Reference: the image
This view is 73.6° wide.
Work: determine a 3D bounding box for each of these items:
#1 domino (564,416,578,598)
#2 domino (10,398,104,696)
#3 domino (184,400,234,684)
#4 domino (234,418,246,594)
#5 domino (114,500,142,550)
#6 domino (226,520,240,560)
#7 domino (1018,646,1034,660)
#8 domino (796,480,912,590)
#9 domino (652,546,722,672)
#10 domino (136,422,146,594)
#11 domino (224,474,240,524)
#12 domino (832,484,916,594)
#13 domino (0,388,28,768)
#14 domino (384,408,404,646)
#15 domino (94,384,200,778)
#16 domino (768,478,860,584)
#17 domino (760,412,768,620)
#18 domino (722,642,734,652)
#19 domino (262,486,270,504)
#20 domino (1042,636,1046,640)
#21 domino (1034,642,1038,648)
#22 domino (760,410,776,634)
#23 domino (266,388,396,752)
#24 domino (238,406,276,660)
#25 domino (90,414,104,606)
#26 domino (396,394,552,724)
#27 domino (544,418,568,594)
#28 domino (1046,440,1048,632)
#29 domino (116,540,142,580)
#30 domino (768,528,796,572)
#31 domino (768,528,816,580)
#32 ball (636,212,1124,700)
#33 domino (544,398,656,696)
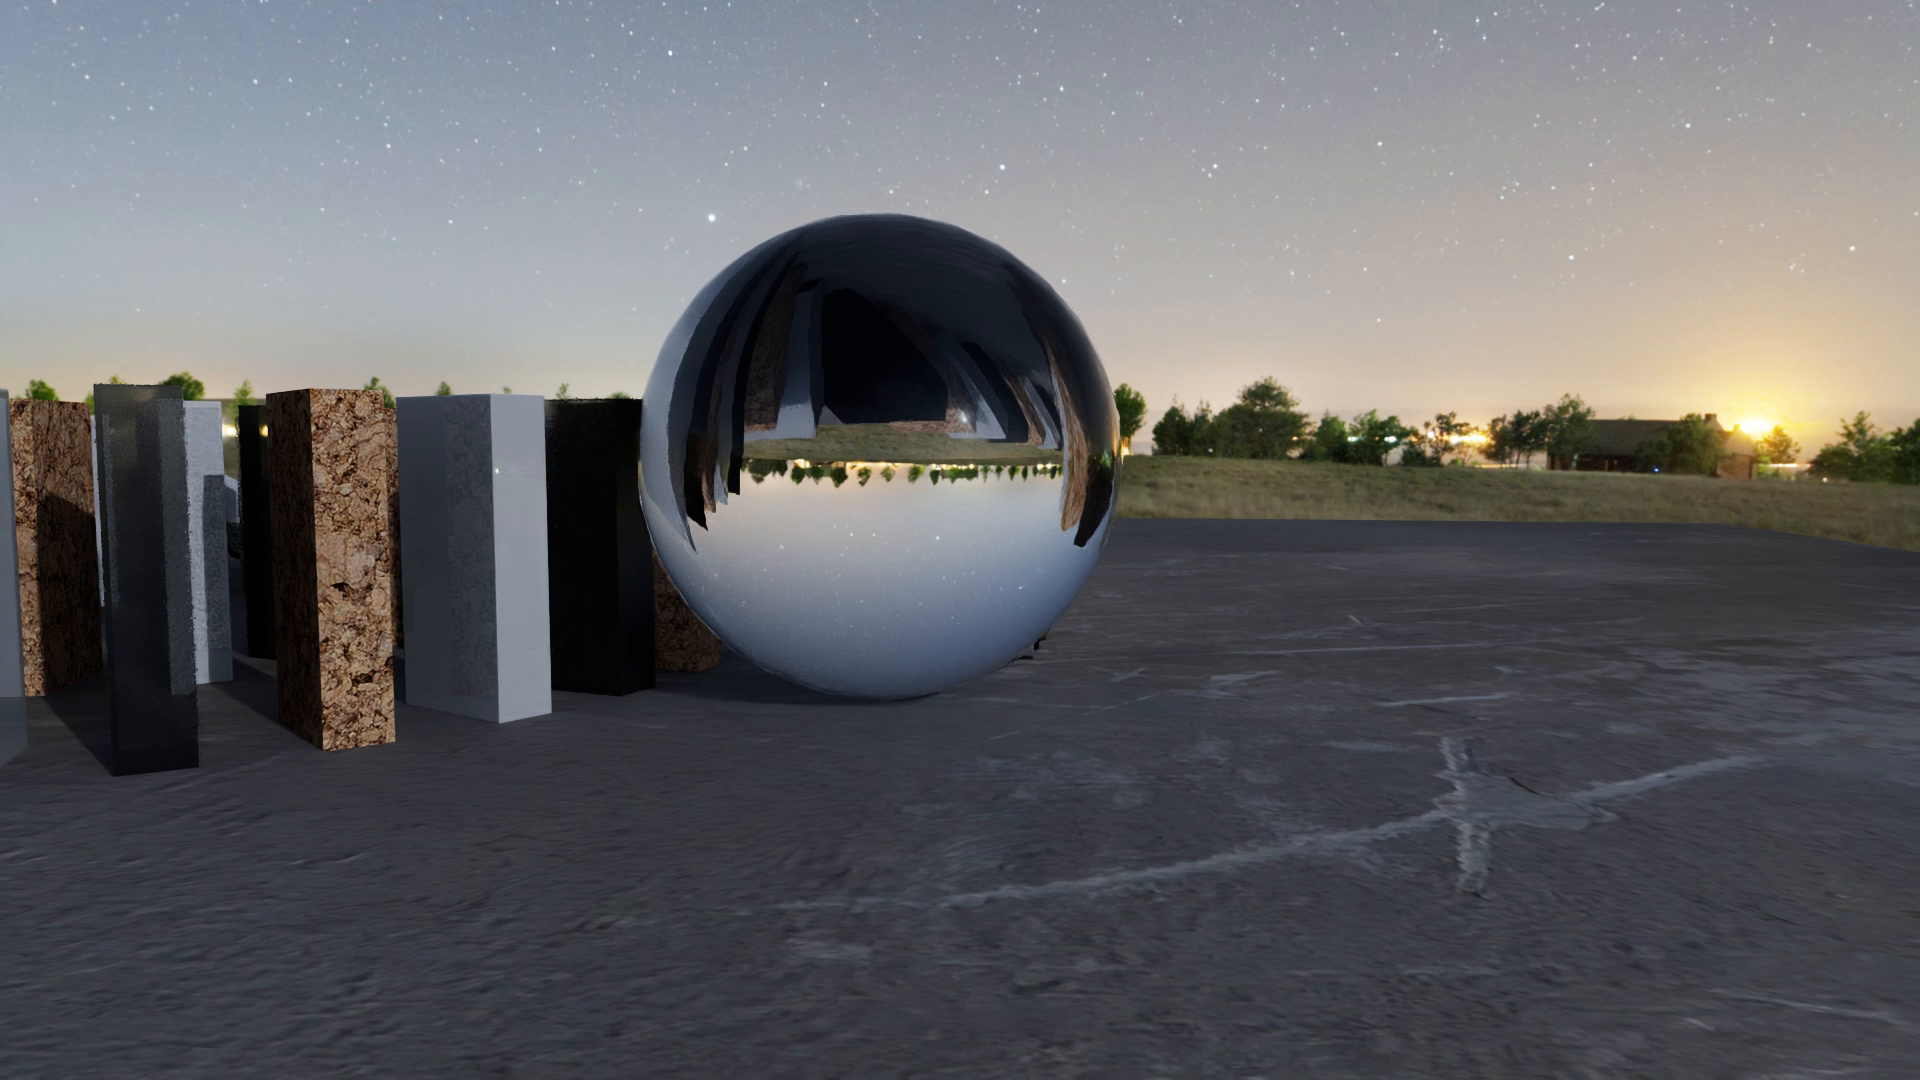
[{"bbox_3d":[-0.098,-0.010,0.364,0.009,0.050,0.025,3,5,38],"label":"domino"},{"bbox_3d":[-0.162,0.001,0.226,0.009,0.050,0.025,-1,4,-15],"label":"domino"},{"bbox_3d":[-0.143,0.000,0.236,0.009,0.050,0.025,-4,6,-40],"label":"domino"},{"bbox_3d":[-0.203,-0.010,0.372,0.009,0.050,0.025,-3,5,-31],"label":"domino"},{"bbox_3d":[-0.269,-0.006,0.413,0.050,0.009,0.025,35,-16,-30],"label":"domino"},{"bbox_3d":[-0.252,-0.006,0.428,0.050,0.009,0.025,31,-8,-21],"label":"domino"},{"bbox_3d":[0.003,0.001,0.266,0.025,0.050,0.010,0,-38,4],"label":"domino"},{"bbox_3d":[-0.028,-0.003,0.395,0.025,0.010,0.050,-2,32,-35],"label":"domino"},{"bbox_3d":[-0.059,-0.001,0.245,0.025,0.050,0.009,1,4,16],"label":"domino"},{"bbox_3d":[-0.221,-0.009,0.359,0.009,0.050,0.025,-4,6,-42],"label":"domino"},{"bbox_3d":[-0.233,-0.007,0.437,0.050,0.010,0.025,29,-4,-17],"label":"domino"},{"bbox_3d":[-0.015,-0.001,0.376,0.025,0.010,0.050,-3,31,-34],"label":"domino"},{"bbox_3d":[-0.130,0.005,0.165,0.009,0.050,0.025,-2,5,-23],"label":"domino"},{"bbox_3d":[-0.123,-0.003,0.274,0.025,0.050,0.009,0,4,0],"label":"domino"},{"bbox_3d":[-0.111,0.004,0.175,0.009,0.050,0.025,-3,5,-31],"label":"domino"},{"bbox_3d":[-0.044,-0.004,0.410,0.025,0.009,0.050,-4,33,-42],"label":"domino"},{"bbox_3d":[-0.060,-0.006,0.310,0.025,0.050,0.009,-2,5,-20],"label":"domino"},{"bbox_3d":[-0.055,-0.002,0.266,0.025,0.050,0.009,1,4,7],"label":"domino"},{"bbox_3d":[-0.212,-0.007,0.445,0.050,0.009,0.025,28,-1,-10],"label":"domino"},{"bbox_3d":[0.007,-0.001,0.291,0.025,0.050,0.009,0,-38,4],"label":"domino"},{"bbox_3d":[0.005,0.000,0.279,0.025,0.050,0.009,0,-38,4],"label":"domino"},{"bbox_3d":[-0.055,-0.004,0.289,0.025,0.050,0.009,0,4,-6],"label":"domino"},{"bbox_3d":[-0.093,0.003,0.188,0.010,0.050,0.025,-4,6,-40],"label":"domino"},{"bbox_3d":[-0.129,-0.001,0.253,0.025,0.050,0.009,2,5,28],"label":"domino"},{"bbox_3d":[-0.236,-0.008,0.342,0.025,0.050,0.009,3,5,35],"label":"domino"},{"bbox_3d":[-0.078,0.002,0.205,0.025,0.050,0.009,3,5,35],"label":"domino"},{"bbox_3d":[-0.117,-0.011,0.375,0.009,0.050,0.025,2,5,21],"label":"domino"},{"bbox_3d":[0.008,-0.002,0.304,0.025,0.050,0.010,0,-37,4],"label":"domino"},{"bbox_3d":[-0.283,-0.005,0.396,0.025,0.009,0.050,4,-29,44],"label":"domino"},{"bbox_3d":[-0.081,-0.006,0.436,0.050,0.010,0.025,35,23,30],"label":"domino"},{"bbox_3d":[-0.062,-0.005,0.424,0.025,0.009,0.050,-5,33,-47],"label":"domino"},{"bbox_3d":[-0.013,-0.014,0.214,0.080,0.080,0.080,0,4,0],"label":"ball"},{"bbox_3d":[-0.067,0.001,0.224,0.025,0.050,0.009,2,5,24],"label":"domino"}]
